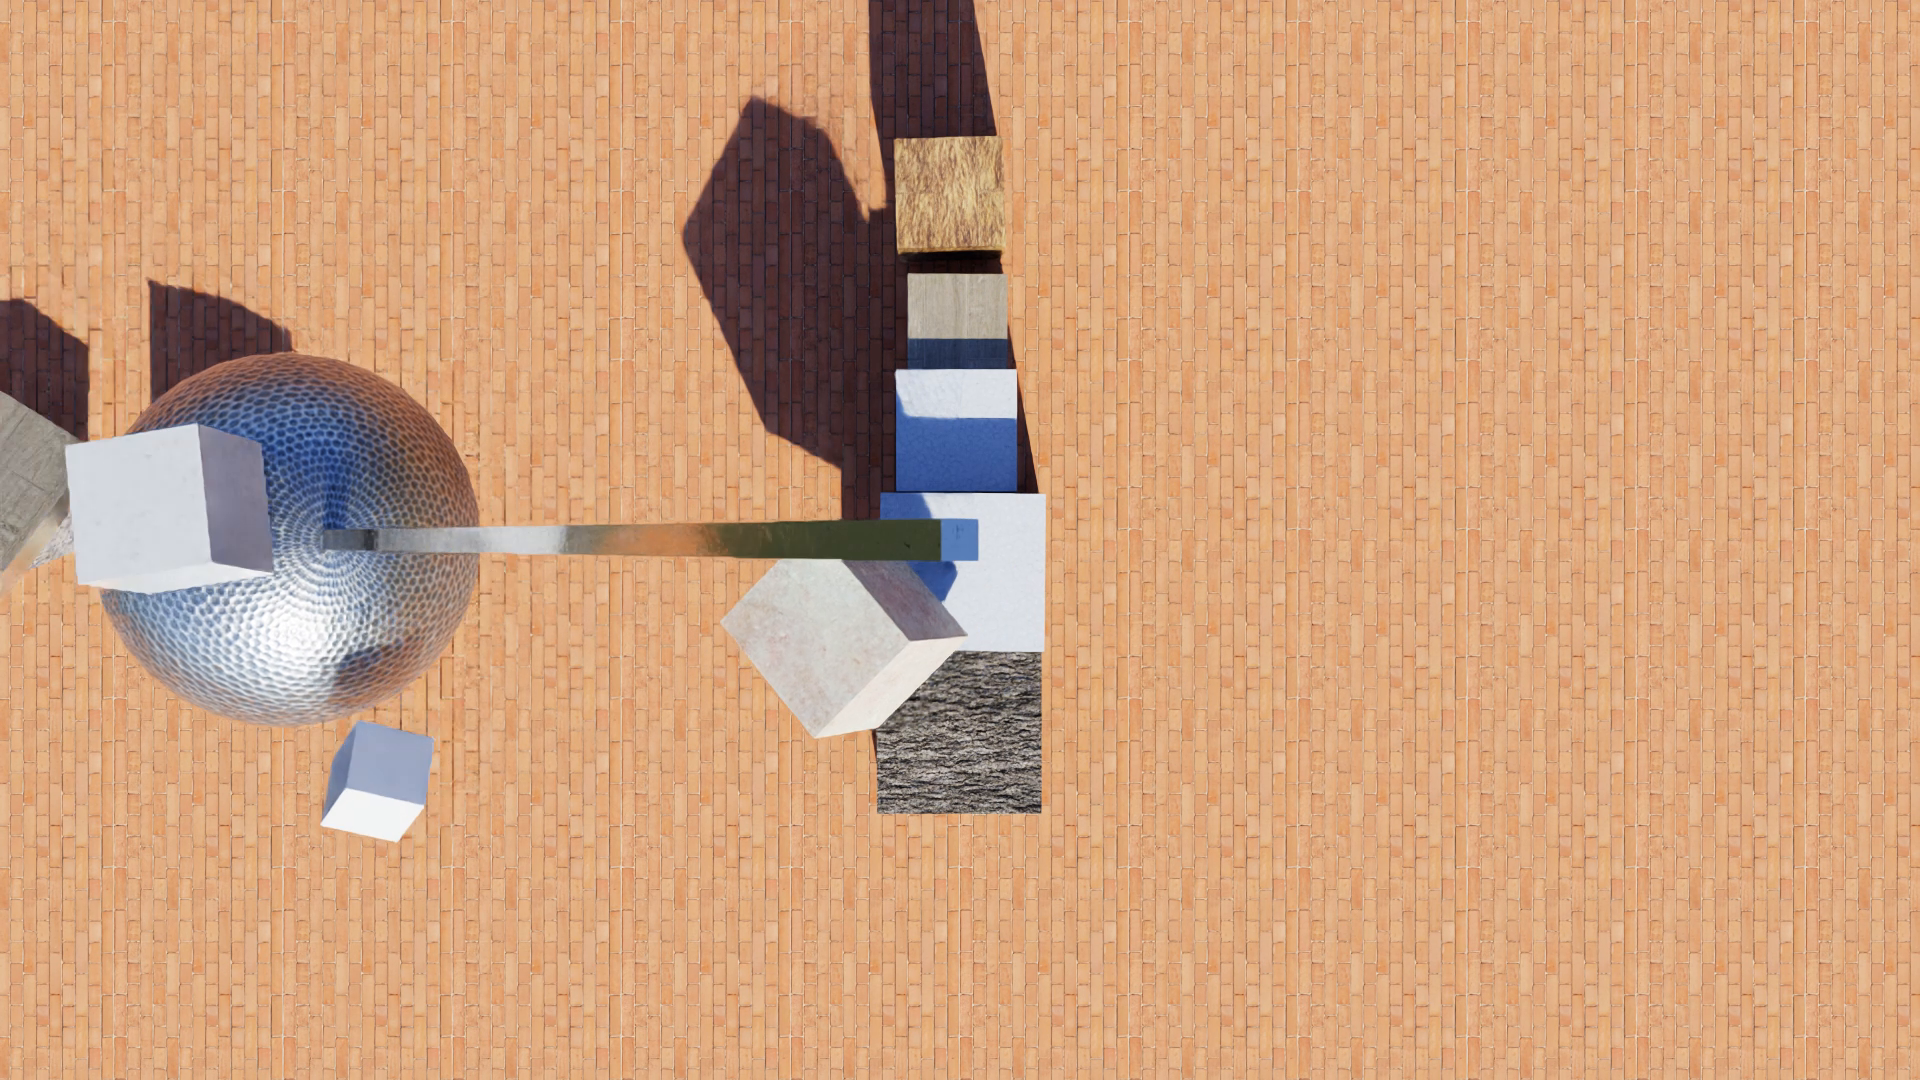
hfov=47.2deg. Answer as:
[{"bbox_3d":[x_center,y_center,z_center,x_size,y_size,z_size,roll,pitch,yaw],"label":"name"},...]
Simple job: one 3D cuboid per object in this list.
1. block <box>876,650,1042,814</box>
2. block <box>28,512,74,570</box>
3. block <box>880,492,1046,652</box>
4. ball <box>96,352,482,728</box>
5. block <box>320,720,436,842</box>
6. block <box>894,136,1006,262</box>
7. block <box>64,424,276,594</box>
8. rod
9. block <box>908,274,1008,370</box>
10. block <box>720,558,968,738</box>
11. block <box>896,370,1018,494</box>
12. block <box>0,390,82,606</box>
[{"bbox_3d":[-0.004,1.063,12.571,0.911,0.858,0.899,0,90,0],"label":"block"},{"bbox_3d":[-5.390,-0.182,12.584,0.517,0.467,0.475,37,45,26],"label":"block"},{"bbox_3d":[0.013,0.176,12.545,0.910,0.910,0.867,1,90,0],"label":"block"},{"bbox_3d":[-2.862,0.000,9.400,1.600,1.600,1.600,0,90,0],"label":"ball"},{"bbox_3d":[-2.338,0.971,8.832,0.315,0.373,0.304,17,53,-23],"label":"block"},{"bbox_3d":[-0.057,-1.961,12.696,0.615,0.609,0.617,-2,90,0],"label":"block"},{"bbox_3d":[-2.990,-0.109,8.350,0.523,0.526,0.520,-9,83,7],"label":"block"},{"bbox_3d":[-1.240,0.000,6.412,0.080,5.200,0.080,0,90,-28],"label":"rod"},{"bbox_3d":[-0.015,-1.240,12.741,0.565,0.518,0.543,0,90,0],"label":"block"},{"bbox_3d":[-0.608,0.476,11.736,0.746,0.781,0.815,-45,74,16],"label":"block"},{"bbox_3d":[-0.019,-0.616,12.682,0.678,0.636,0.685,0,90,0],"label":"block"},{"bbox_3d":[-3.917,-0.200,8.779,0.596,0.633,0.605,34,64,-13],"label":"block"}]
